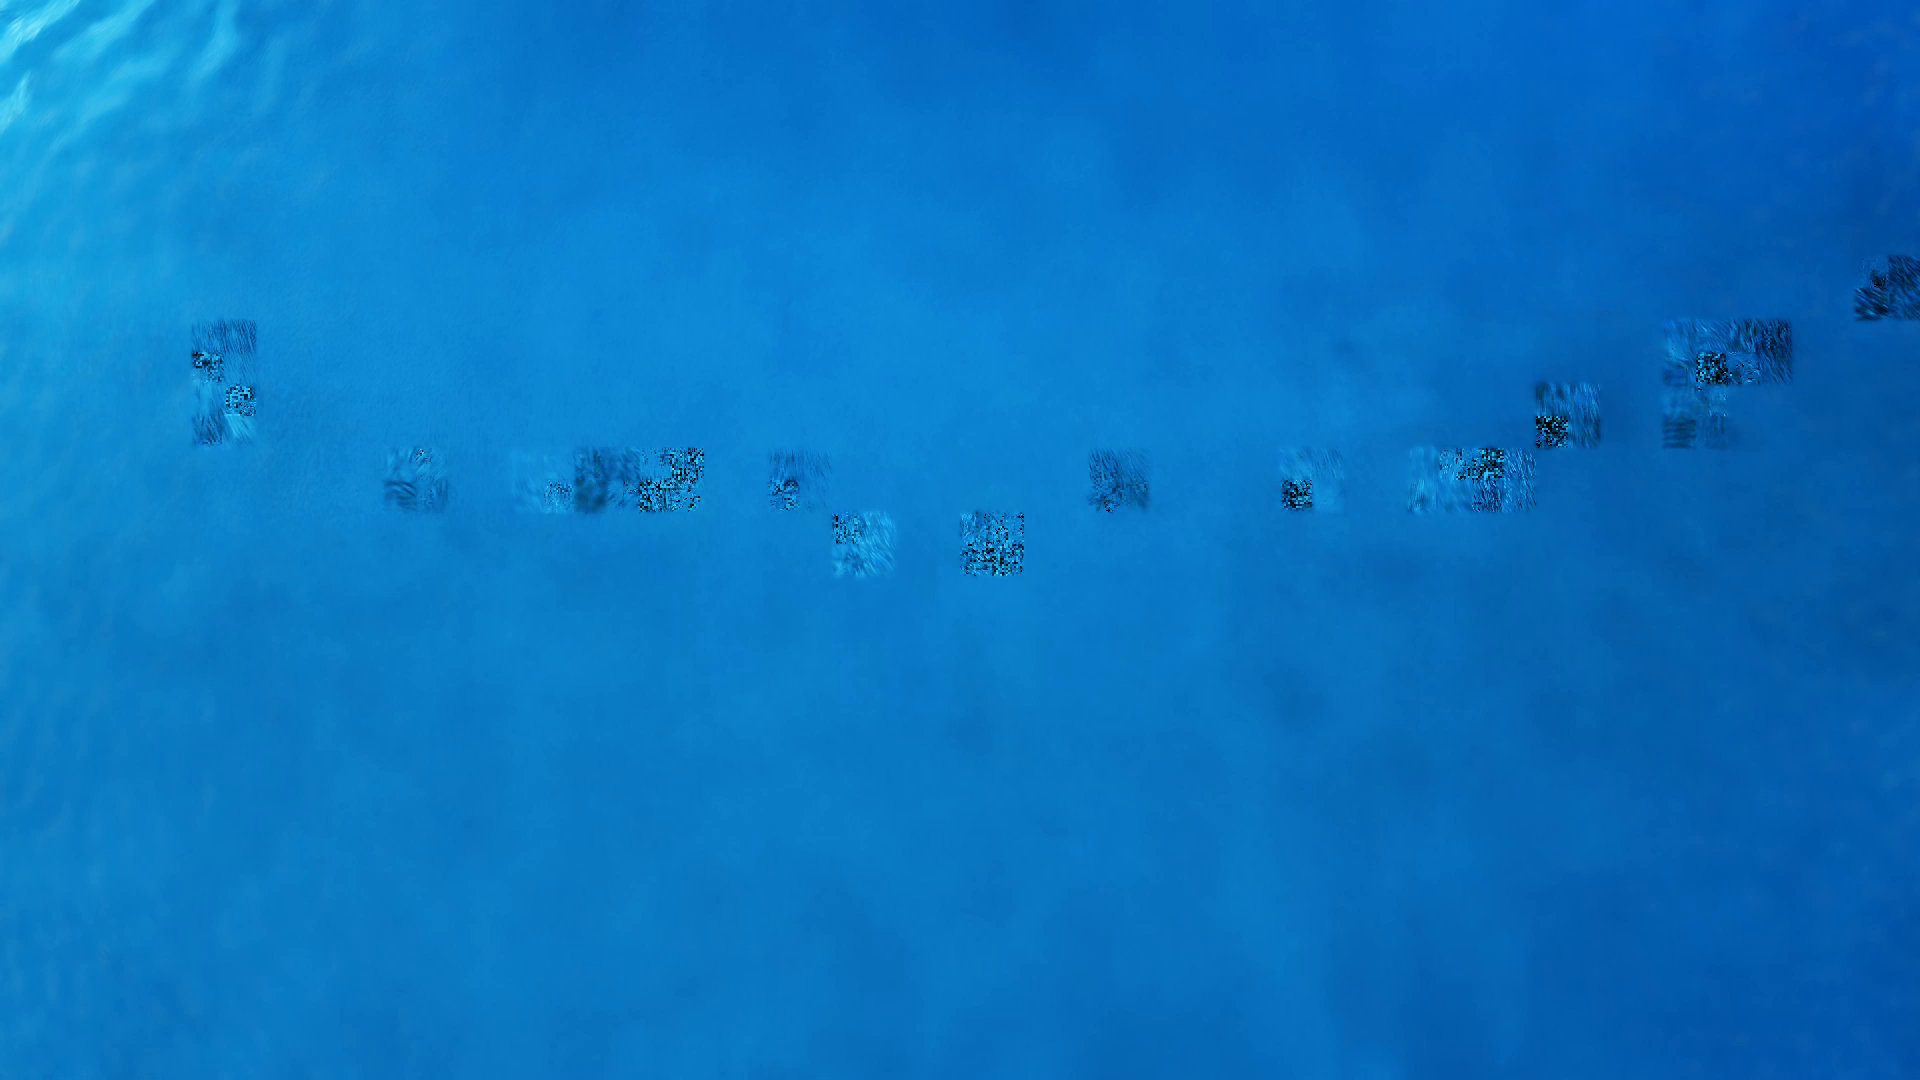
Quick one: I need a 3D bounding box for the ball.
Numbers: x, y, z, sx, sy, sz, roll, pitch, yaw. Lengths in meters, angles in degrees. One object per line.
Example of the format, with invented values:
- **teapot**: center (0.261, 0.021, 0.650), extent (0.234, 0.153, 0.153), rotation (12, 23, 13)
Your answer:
- **ball**: center (0.000, -0.002, 0.056), extent (0.080, 0.080, 0.080), rotation (0, 4, 0)
